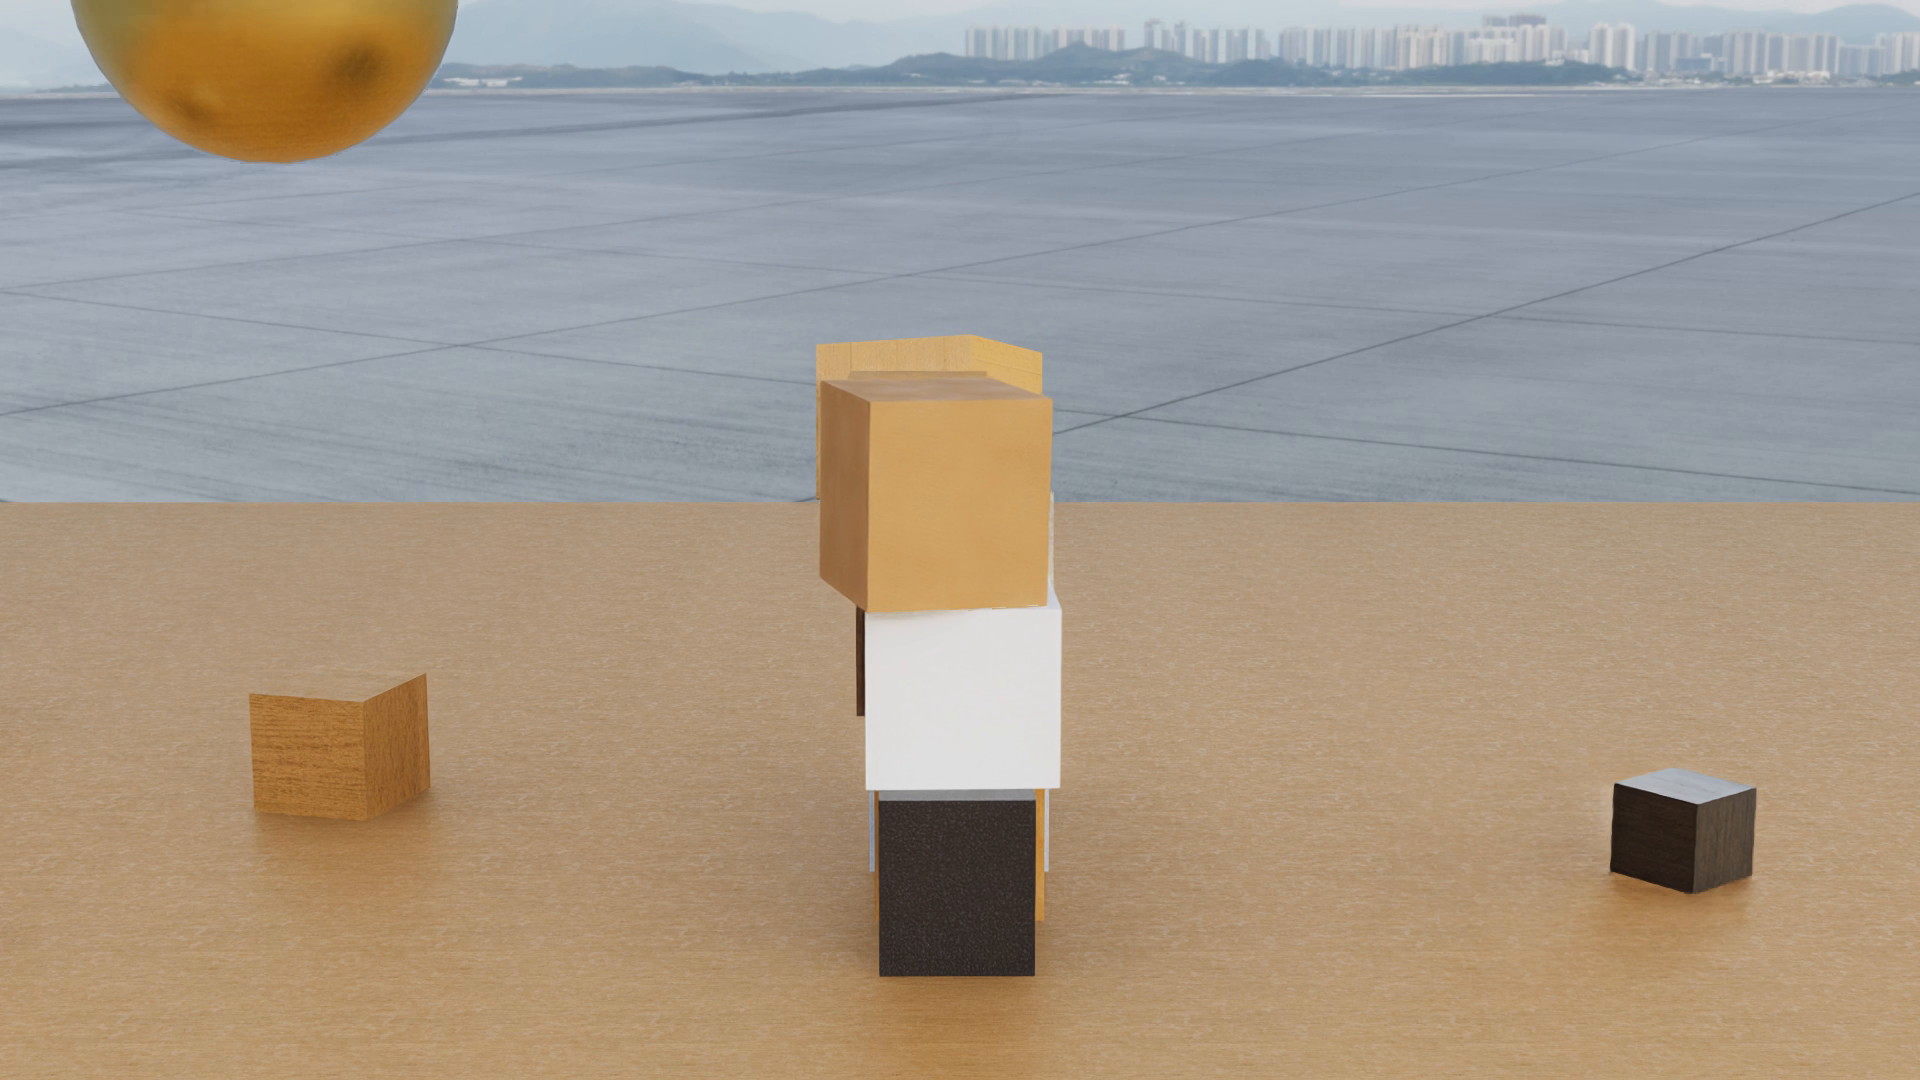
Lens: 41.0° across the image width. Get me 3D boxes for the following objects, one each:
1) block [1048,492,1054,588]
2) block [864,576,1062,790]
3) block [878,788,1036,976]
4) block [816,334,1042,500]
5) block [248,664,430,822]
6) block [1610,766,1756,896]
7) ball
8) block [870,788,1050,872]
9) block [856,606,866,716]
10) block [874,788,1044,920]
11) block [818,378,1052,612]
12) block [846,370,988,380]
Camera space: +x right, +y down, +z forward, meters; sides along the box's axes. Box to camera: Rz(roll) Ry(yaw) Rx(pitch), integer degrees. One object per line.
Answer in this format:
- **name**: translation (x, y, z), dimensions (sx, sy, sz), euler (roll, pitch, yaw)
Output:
- **block**: translation (0.015, 0.187, 12.105), dimensions (0.829, 0.771, 0.791), euler (0, -3, 0)
- **block**: translation (-0.003, 0.558, 10.457), dimensions (0.767, 0.723, 0.788), euler (0, 10, -2)
- **block**: translation (-0.013, 1.307, 10.367), dimensions (0.613, 0.718, 0.659), euler (0, 10, 0)
- **block**: translation (-0.142, -0.555, 12.362), dimensions (0.825, 0.737, 0.771), euler (-1, -3, 27)
- **block**: translation (-3.021, 0.982, 12.533), dimensions (0.607, 0.583, 0.629), euler (3, 11, 16)
- **block**: translation (3.204, 1.283, 11.373), dimensions (0.429, 0.407, 0.440), euler (-8, 13, -38)
- **ball**: translation (-2.906, -2.383, 10.747), dimensions (1.600, 1.600, 1.600), euler (0, 10, 0)
- **block**: translation (-0.005, 1.022, 11.697), dimensions (0.798, 0.803, 0.679), euler (0, 10, 0)
- **block**: translation (-0.036, 0.279, 11.234), dimensions (0.792, 0.825, 0.769), euler (0, 10, 1)
- **block**: translation (-0.002, 1.203, 11.037), dimensions (0.708, 0.685, 0.666), euler (0, 10, 0)
- **block**: translation (-0.112, -0.196, 10.265), dimensions (0.731, 0.816, 0.767), euler (-2, 10, -17)
- **block**: translation (-0.187, -0.410, 11.128), dimensions (0.610, 0.568, 0.716), euler (0, 10, 1)
